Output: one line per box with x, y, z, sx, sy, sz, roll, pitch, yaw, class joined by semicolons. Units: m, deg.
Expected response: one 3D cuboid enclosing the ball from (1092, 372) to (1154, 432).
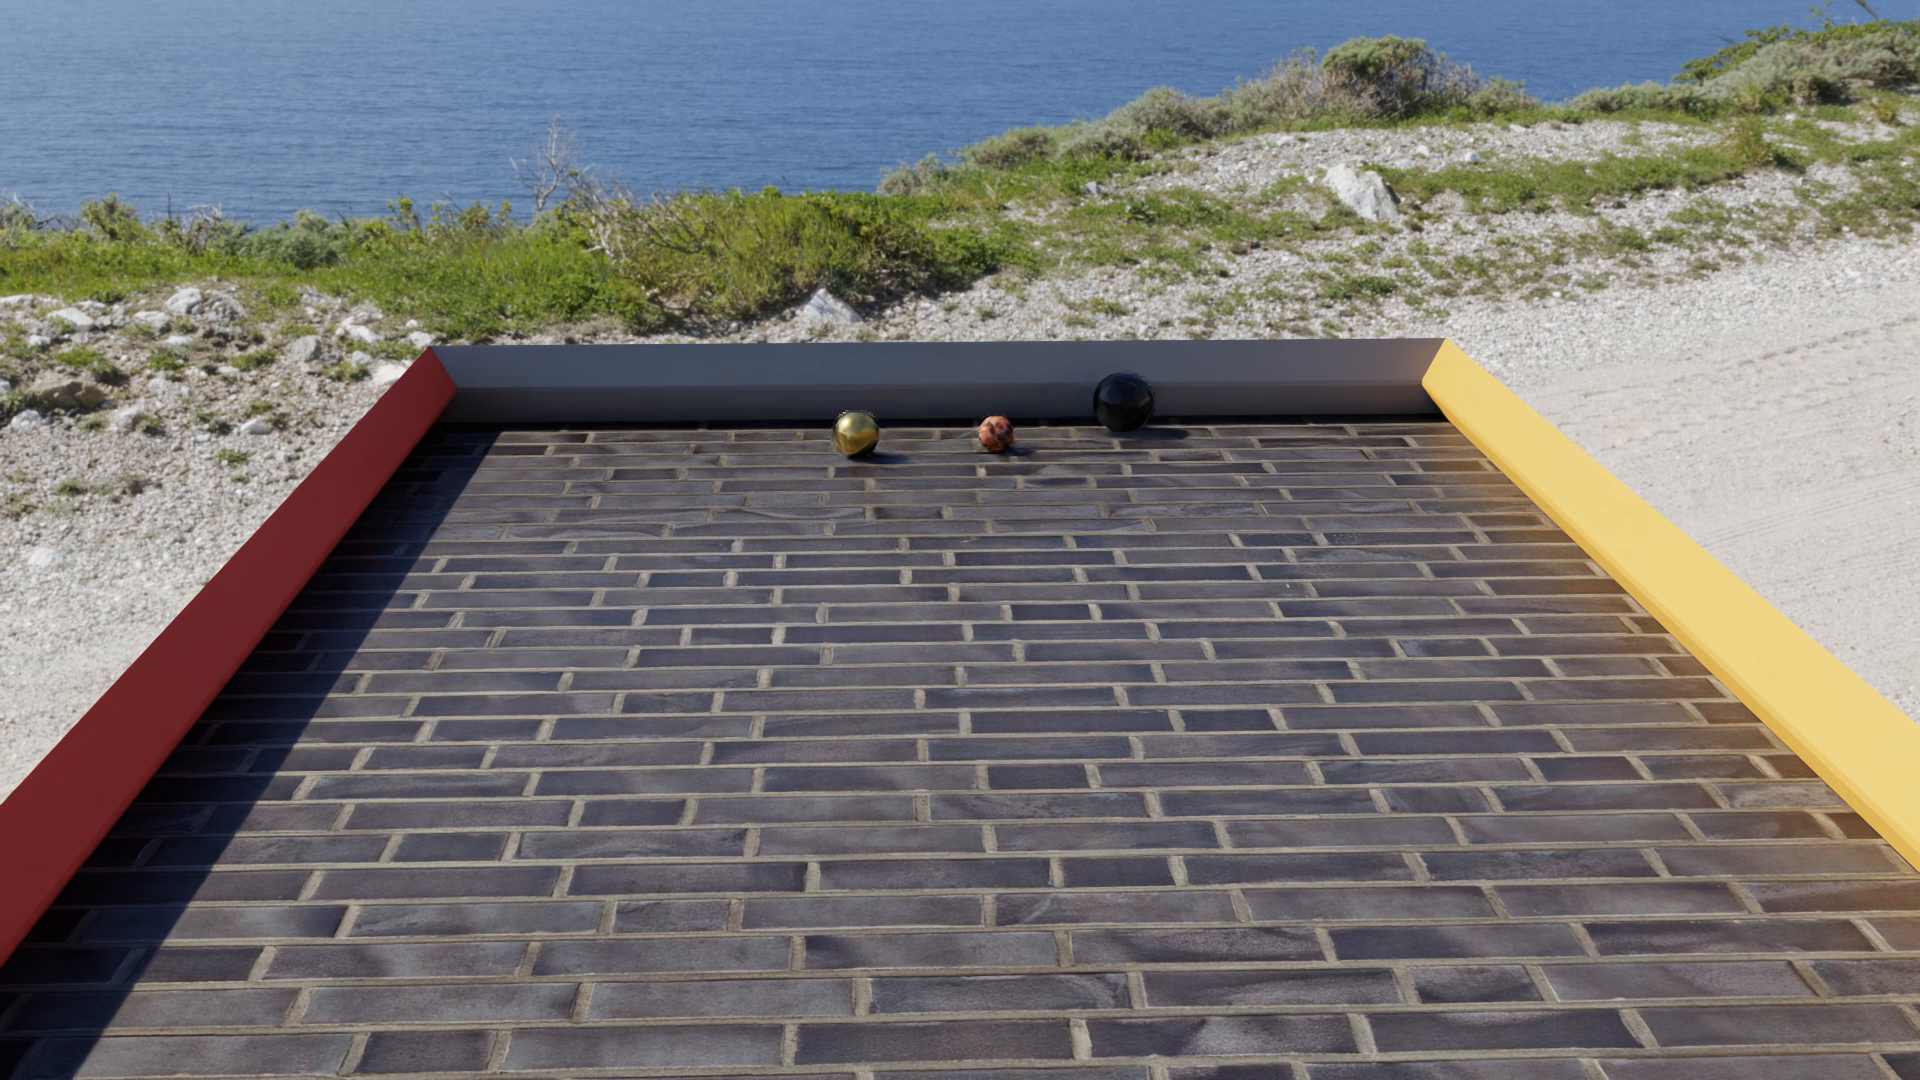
0.239;-0.202;3.228;0.088;0.088;0.088;0;17;0;ball

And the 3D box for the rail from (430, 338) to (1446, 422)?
-0.026;-0.235;3.286;1.526;0.115;0.045;-1;17;-2;rail

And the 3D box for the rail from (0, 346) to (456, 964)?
-0.712;0.193;1.884;0.045;0.115;2.927;-1;17;-2;rail

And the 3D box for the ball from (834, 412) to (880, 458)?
-0.146;-0.148;3.091;0.065;0.065;0.065;0;17;0;ball

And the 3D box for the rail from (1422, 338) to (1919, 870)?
0.766;0.177;1.936;0.045;0.115;2.927;-1;17;-2;rail

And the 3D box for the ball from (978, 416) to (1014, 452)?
0.052;-0.151;3.126;0.050;0.050;0.050;0;17;0;ball
